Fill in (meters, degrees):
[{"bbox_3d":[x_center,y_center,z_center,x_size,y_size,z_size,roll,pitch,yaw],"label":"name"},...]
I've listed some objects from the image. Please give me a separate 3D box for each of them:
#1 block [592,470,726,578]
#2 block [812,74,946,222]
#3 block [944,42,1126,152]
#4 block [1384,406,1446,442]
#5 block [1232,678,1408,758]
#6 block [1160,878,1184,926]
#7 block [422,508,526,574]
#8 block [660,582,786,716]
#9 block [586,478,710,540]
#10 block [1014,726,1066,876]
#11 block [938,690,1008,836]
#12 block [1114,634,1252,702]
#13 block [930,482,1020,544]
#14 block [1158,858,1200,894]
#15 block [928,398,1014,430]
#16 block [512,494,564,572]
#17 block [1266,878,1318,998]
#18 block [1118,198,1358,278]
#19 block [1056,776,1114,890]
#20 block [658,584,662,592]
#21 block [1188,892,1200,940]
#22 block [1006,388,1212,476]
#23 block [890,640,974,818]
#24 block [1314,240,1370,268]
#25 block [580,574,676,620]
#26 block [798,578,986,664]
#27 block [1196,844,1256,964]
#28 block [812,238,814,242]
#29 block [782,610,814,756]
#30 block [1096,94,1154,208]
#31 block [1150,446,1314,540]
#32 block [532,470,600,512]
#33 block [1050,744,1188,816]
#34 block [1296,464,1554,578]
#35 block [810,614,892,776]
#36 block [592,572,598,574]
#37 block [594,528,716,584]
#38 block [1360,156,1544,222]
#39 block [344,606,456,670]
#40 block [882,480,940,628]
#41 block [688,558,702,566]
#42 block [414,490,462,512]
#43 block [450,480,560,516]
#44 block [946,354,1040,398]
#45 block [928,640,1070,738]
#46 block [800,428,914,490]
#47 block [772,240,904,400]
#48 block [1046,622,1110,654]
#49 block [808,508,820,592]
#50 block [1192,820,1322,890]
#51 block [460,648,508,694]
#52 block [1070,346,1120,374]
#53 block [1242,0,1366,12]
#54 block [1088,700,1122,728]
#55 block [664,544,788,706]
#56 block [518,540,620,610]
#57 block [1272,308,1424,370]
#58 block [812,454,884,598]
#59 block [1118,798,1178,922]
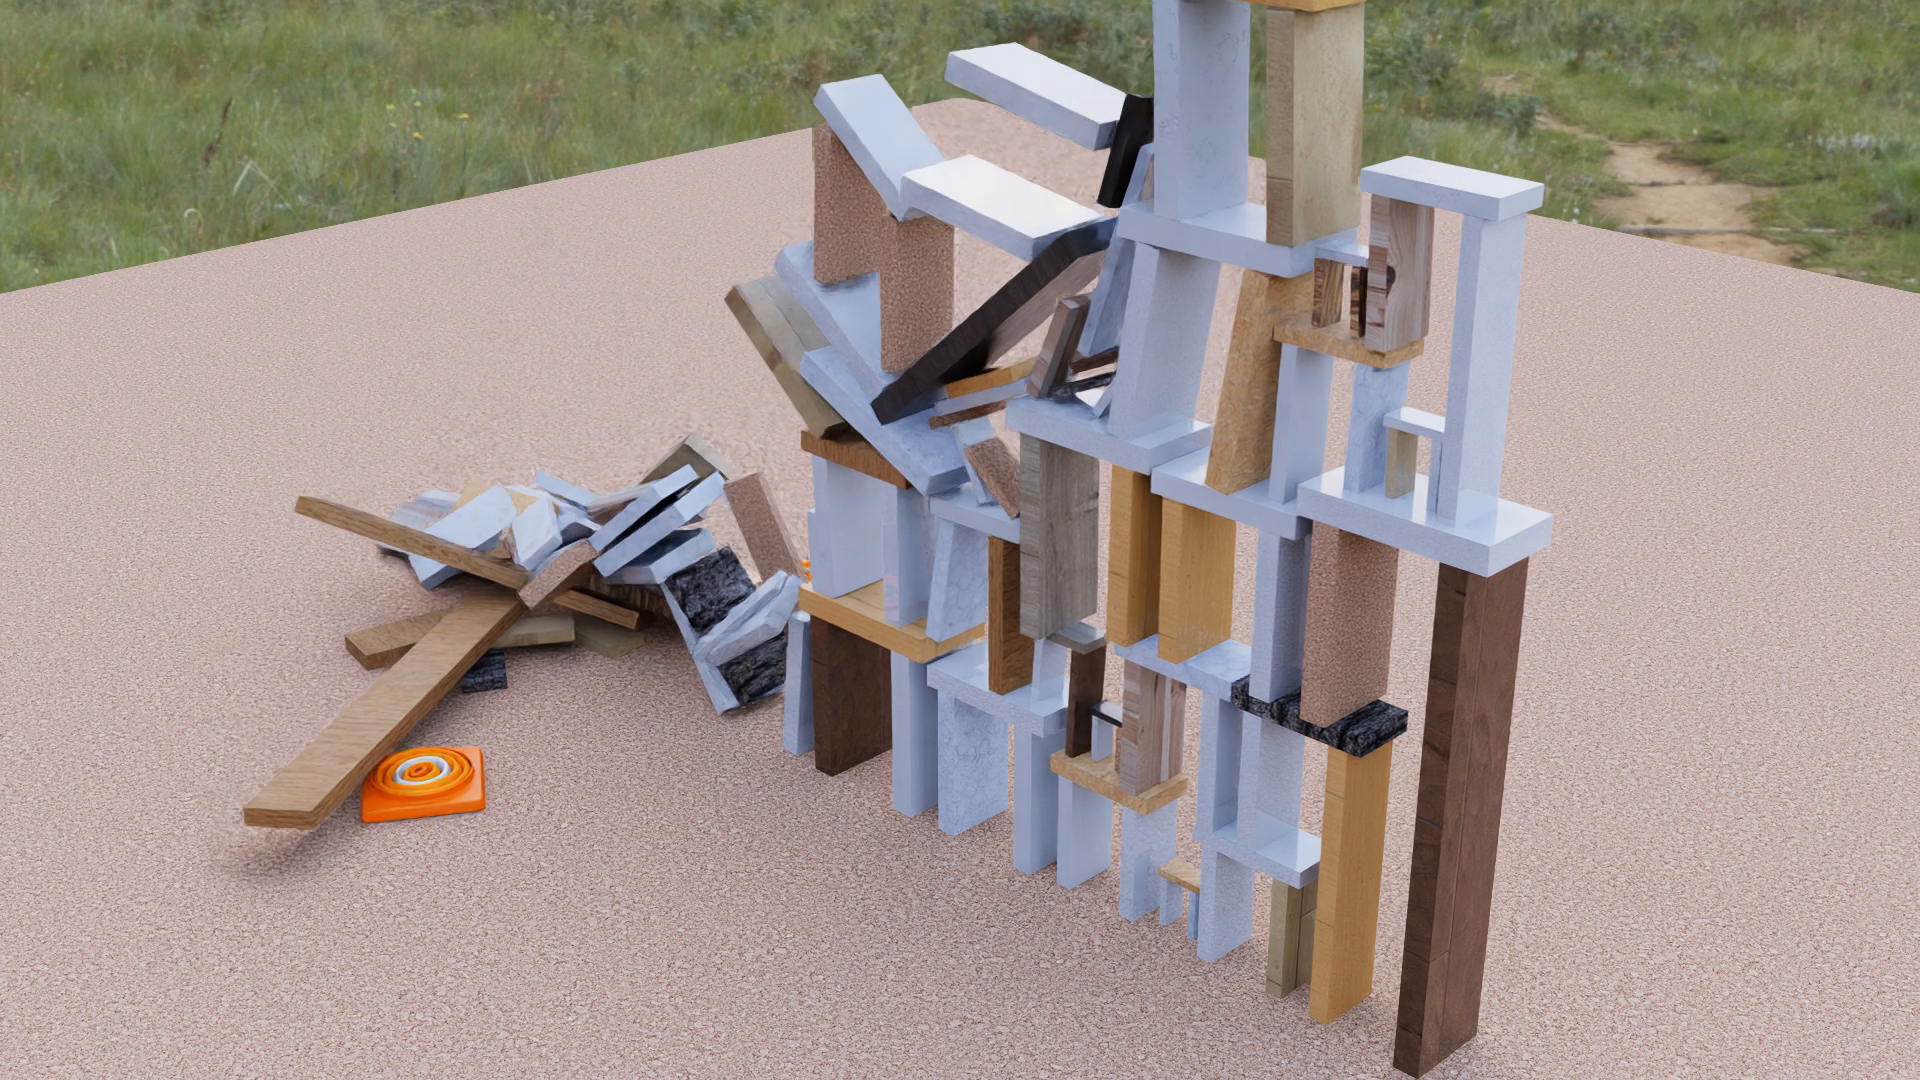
[{"bbox_3d":[-0.662,-0.033,4.864,0.328,0.046,0.164,-31,8,42],"label":"block"},{"bbox_3d":[-0.129,-0.728,4.066,0.149,0.042,0.299,-21,69,-40],"label":"block"},{"bbox_3d":[0.157,-0.752,3.716,0.342,0.048,0.171,32,35,32],"label":"block"},{"bbox_3d":[0.714,-0.177,3.372,0.115,0.016,0.058,21,31,40],"label":"block"},{"bbox_3d":[0.602,0.282,3.687,0.265,0.037,0.132,21,31,41],"label":"block"},{"bbox_3d":[0.393,0.660,4.076,0.014,0.101,0.050,21,31,41],"label":"block"},{"bbox_3d":[-1.220,0.008,5.513,0.286,0.041,0.143,-7,56,17],"label":"block"},{"bbox_3d":[-0.526,0.213,4.901,0.163,0.326,0.046,-19,-12,-34],"label":"block"},{"bbox_3d":[-0.716,-0.069,5.040,0.262,0.131,0.037,-14,49,36],"label":"block"},{"bbox_3d":[0.173,0.476,4.242,0.044,0.310,0.155,21,31,41],"label":"block"},{"bbox_3d":[0.027,0.419,4.376,0.044,0.310,0.155,21,31,41],"label":"block"},{"bbox_3d":[0.414,0.204,3.862,0.133,0.038,0.266,-21,31,-40],"label":"block"},{"bbox_3d":[0.081,-0.052,4.125,0.260,0.037,0.130,19,30,39],"label":"block"},{"bbox_3d":[0.417,0.616,4.032,0.101,0.014,0.050,21,31,41],"label":"block"},{"bbox_3d":[0.023,-0.243,4.150,0.158,0.022,0.079,-12,8,45],"label":"block"},{"bbox_3d":[-0.978,-0.017,5.082,0.103,0.029,0.207,-40,32,6],"label":"block"},{"bbox_3d":[0.592,0.678,3.864,0.117,0.234,0.033,-21,31,-41],"label":"block"},{"bbox_3d":[0.443,-0.496,3.534,0.346,0.049,0.173,21,31,40],"label":"block"},{"bbox_3d":[0.239,0.537,4.193,0.118,0.236,0.033,-21,31,-40],"label":"block"},{"bbox_3d":[-0.613,0.097,5.041,0.083,0.023,0.166,-7,1,-41],"label":"block"},{"bbox_3d":[0.440,0.679,4.032,0.014,0.101,0.050,21,31,41],"label":"block"},{"bbox_3d":[0.257,-0.200,3.853,0.332,0.047,0.166,21,31,40],"label":"block"},{"bbox_3d":[-0.054,0.364,4.444,0.179,0.358,0.051,-21,31,-41],"label":"block"},{"bbox_3d":[0.609,-0.440,3.386,0.111,0.016,0.055,19,30,39],"label":"block"},{"bbox_3d":[-0.727,0.124,5.263,0.145,0.041,0.479,-7,15,-41],"label":"block"},{"bbox_3d":[-0.139,0.143,4.442,0.358,0.051,0.179,21,31,41],"label":"block"},{"bbox_3d":[0.482,0.635,3.965,0.033,0.234,0.117,21,31,41],"label":"block"},{"bbox_3d":[-0.247,-0.625,4.249,0.056,0.112,0.016,-18,50,-40],"label":"block"},{"bbox_3d":[-0.294,0.284,4.671,0.163,0.326,0.046,-21,37,-41],"label":"block"},{"bbox_3d":[0.286,-0.640,3.626,0.026,0.185,0.093,27,22,32],"label":"block"},{"bbox_3d":[0.482,-0.080,3.662,0.300,0.042,0.150,21,31,40],"label":"block"},{"bbox_3d":[-0.925,-0.095,5.455,0.253,0.036,0.126,22,-9,26],"label":"block"},{"bbox_3d":[0.294,0.435,4.089,0.118,0.033,0.236,-21,31,-40],"label":"block"},{"bbox_3d":[0.721,-0.040,3.431,0.353,0.050,0.176,21,31,41],"label":"block"},{"bbox_3d":[-0.223,0.298,4.599,0.179,0.358,0.051,-21,31,-41],"label":"block"},{"bbox_3d":[-0.856,0.047,5.389,0.145,0.041,0.290,-5,11,-33],"label":"block"},{"bbox_3d":[-0.696,0.037,5.005,0.164,0.046,0.328,-34,16,-27],"label":"block"},{"bbox_3d":[0.719,-0.517,3.222,0.237,0.034,0.118,22,31,40],"label":"block"},{"bbox_3d":[-1.287,0.230,5.168,0.275,0.039,0.138,-15,27,-32],"label":"block"},{"bbox_3d":[-0.082,0.008,4.312,0.042,0.299,0.149,21,31,41],"label":"block"},{"bbox_3d":[-0.681,0.070,5.152,0.145,0.041,0.290,-6,0,-35],"label":"block"},{"bbox_3d":[-1.299,-0.091,5.858,0.269,0.038,0.135,7,9,6],"label":"block"},{"bbox_3d":[-1.180,-0.059,5.653,0.283,0.040,0.142,14,63,29],"label":"block"},{"bbox_3d":[0.070,-0.302,4.036,0.098,0.028,0.195,-23,8,-36],"label":"block"},{"bbox_3d":[0.100,0.285,4.240,0.310,0.044,0.155,21,31,41],"label":"block"},{"bbox_3d":[-0.156,-0.178,4.310,0.299,0.042,0.149,21,31,40],"label":"block"},{"bbox_3d":[-0.191,-0.438,4.253,0.176,0.050,0.352,-23,70,-40],"label":"block"},{"bbox_3d":[0.202,0.171,4.068,0.070,0.020,0.139,-21,31,-40],"label":"block"},{"bbox_3d":[-0.266,0.012,4.465,0.024,0.172,0.086,16,28,39],"label":"block"},{"bbox_3d":[0.537,0.533,3.862,0.234,0.033,0.117,21,31,40],"label":"block"},{"bbox_3d":[-1.095,0.290,5.041,0.101,0.029,0.203,-6,24,-13],"label":"block"},{"bbox_3d":[0.262,-0.320,3.820,0.069,0.020,0.139,-25,9,-36],"label":"block"},{"bbox_3d":[0.451,-0.866,3.364,0.178,0.050,0.355,-21,31,-40],"label":"block"},{"bbox_3d":[0.287,0.322,4.059,0.046,0.013,0.092,-21,31,-40],"label":"block"},{"bbox_3d":[-0.498,0.188,4.871,0.163,0.326,0.046,-29,-6,-35],"label":"block"},{"bbox_3d":[-0.883,0.057,5.066,0.164,0.046,0.328,-40,0,16],"label":"block"},{"bbox_3d":[0.607,-0.316,3.437,0.211,0.030,0.105,21,31,41],"label":"block"},{"bbox_3d":[-0.222,-0.047,4.440,0.042,0.299,0.149,17,28,41],"label":"block"},{"bbox_3d":[0.351,0.581,4.090,0.118,0.236,0.033,-21,31,-40],"label":"block"}]
